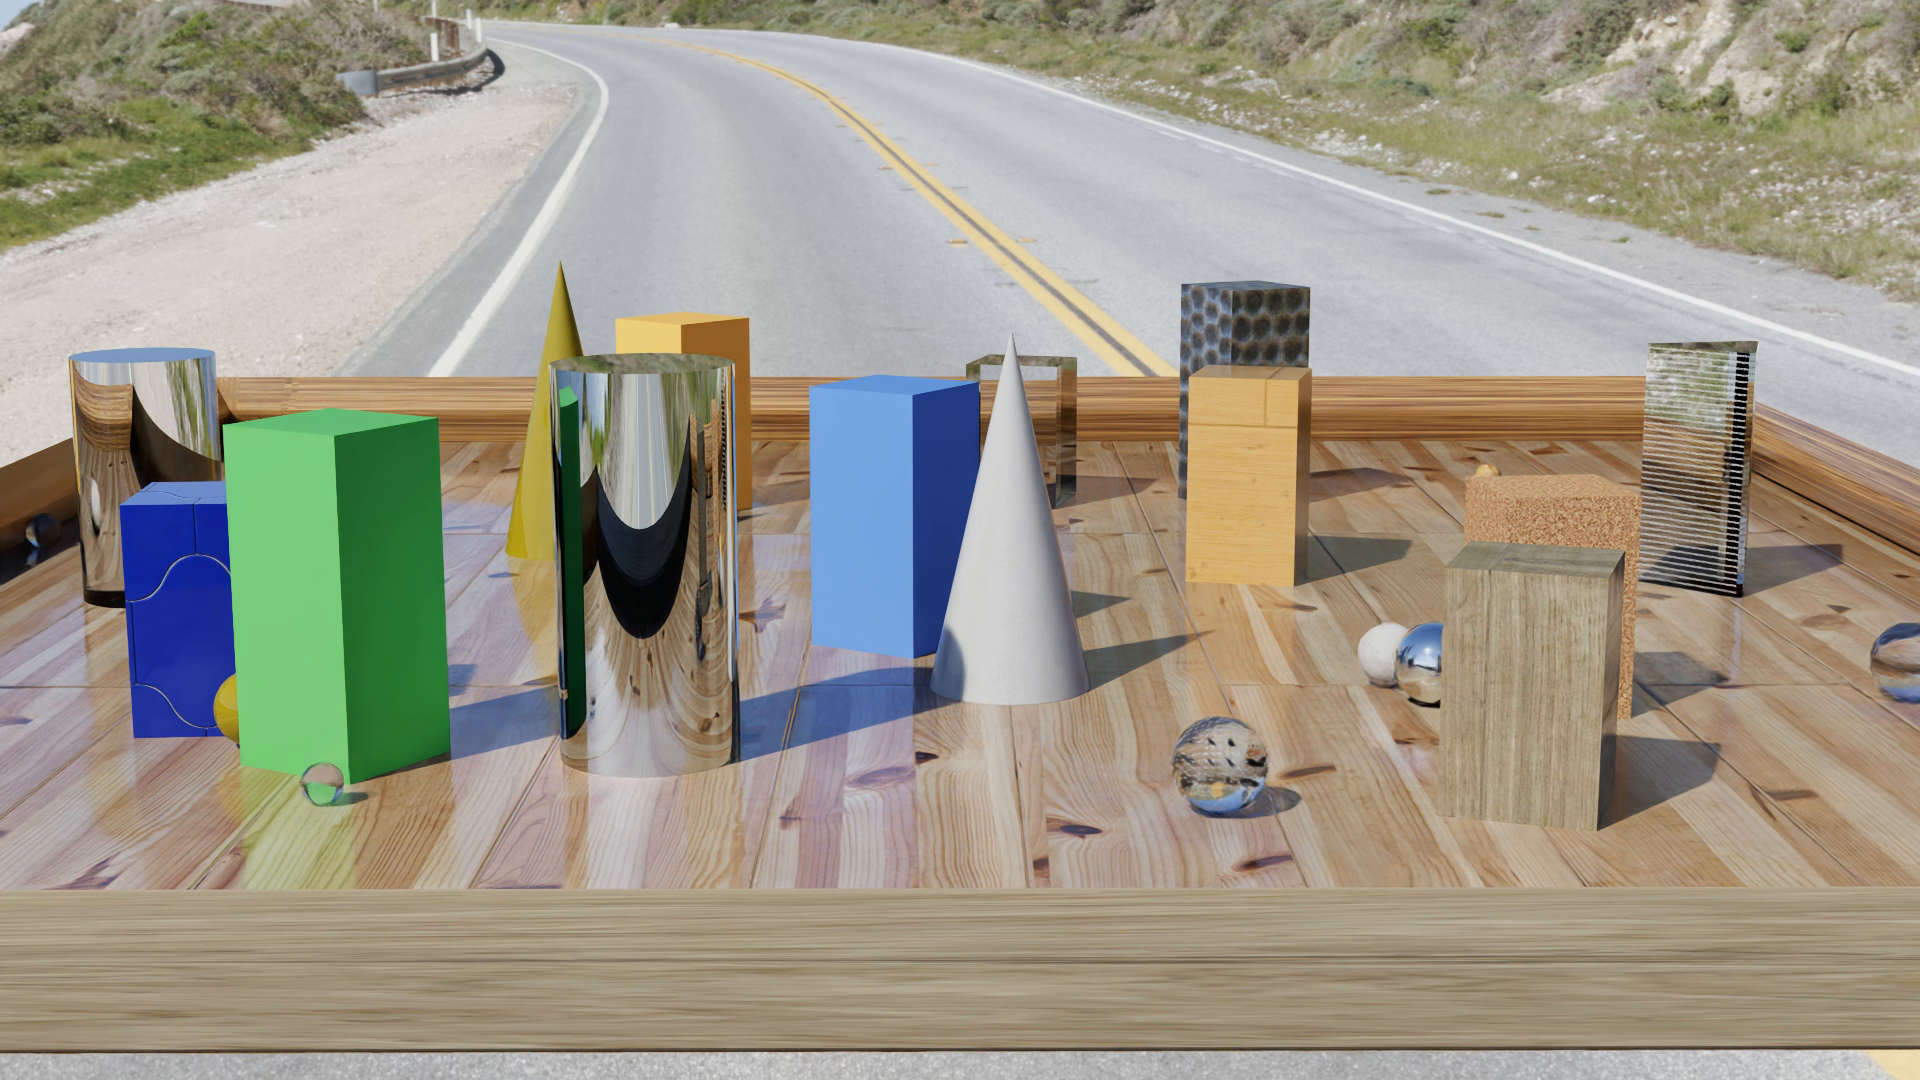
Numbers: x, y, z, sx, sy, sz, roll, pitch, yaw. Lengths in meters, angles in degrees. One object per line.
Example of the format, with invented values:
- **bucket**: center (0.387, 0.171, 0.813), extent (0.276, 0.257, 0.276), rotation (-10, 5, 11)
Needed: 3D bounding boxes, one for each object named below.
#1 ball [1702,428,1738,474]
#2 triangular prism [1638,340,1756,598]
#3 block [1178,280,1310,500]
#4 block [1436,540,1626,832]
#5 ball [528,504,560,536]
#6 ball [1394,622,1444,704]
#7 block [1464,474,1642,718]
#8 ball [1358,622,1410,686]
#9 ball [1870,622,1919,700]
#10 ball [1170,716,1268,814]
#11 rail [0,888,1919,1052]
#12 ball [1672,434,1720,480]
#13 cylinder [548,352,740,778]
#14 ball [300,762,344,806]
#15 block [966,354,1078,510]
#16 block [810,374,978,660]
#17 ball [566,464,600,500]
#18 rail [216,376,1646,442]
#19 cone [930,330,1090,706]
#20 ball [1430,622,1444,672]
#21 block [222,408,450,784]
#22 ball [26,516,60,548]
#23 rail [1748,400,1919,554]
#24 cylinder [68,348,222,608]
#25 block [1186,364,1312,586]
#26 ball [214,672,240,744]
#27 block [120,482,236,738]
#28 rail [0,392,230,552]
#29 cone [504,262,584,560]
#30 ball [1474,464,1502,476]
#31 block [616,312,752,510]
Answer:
- **ball**: center (1.355, -0.160, 4.607), extent (0.080, 0.080, 0.080), rotation (0, 11, 0)
- **triangular prism**: center (1.073, -0.106, 3.615), extent (0.144, 0.339, 0.166), rotation (-9, 14, -41)
- **block**: center (0.474, -0.244, 4.291), extent (0.154, 0.362, 0.154), rotation (-5, 12, -27)
- **block**: center (0.566, 0.140, 2.537), extent (0.154, 0.248, 0.154), rotation (4, 11, 20)
- **ball**: center (-0.650, -0.032, 4.004), extent (0.049, 0.049, 0.049), rotation (0, 11, 0)
- **ball**: center (0.546, 0.141, 2.945), extent (0.096, 0.096, 0.096), rotation (0, 11, 0)
- **block**: center (0.671, 0.064, 2.932), extent (0.154, 0.254, 0.154), rotation (-1, 11, -6)
- **ball**: center (0.508, 0.135, 3.032), extent (0.076, 0.076, 0.076), rotation (0, 11, 0)
- **ball**: center (1.099, 0.140, 2.966), extent (0.091, 0.091, 0.091), rotation (0, 11, 0)
- **ball**: center (0.255, 0.221, 2.520), extent (0.096, 0.096, 0.096), rotation (0, 11, 0)
- **rail**: center (0.009, 0.315, 1.926), extent (2.887, 0.125, 0.045), rotation (0, 11, 0)
- **ball**: center (1.300, -0.146, 4.534), extent (0.081, 0.081, 0.081), rotation (0, 11, 0)
- **cylinder**: center (-0.330, 0.022, 2.704), extent (0.192, 0.419, 0.192), rotation (0, 11, 0)
- **ball**: center (-0.634, 0.242, 2.550), extent (0.043, 0.043, 0.043), rotation (0, 11, 0)
- **block**: center (0.104, -0.184, 4.311), extent (0.154, 0.236, 0.154), rotation (3, 11, 15)
- **block**: center (-0.082, -0.034, 3.250), extent (0.154, 0.329, 0.154), rotation (7, 12, 32)
- **ball**: center (-0.636, -0.098, 4.336), extent (0.058, 0.058, 0.058), rotation (0, 11, 0)
- **rail**: center (-0.009, -0.251, 4.973), extent (2.887, 0.125, 0.045), rotation (0, 11, 0)
- **cone**: center (0.059, -0.036, 3.004), extent (0.192, 0.424, 0.192), rotation (0, 11, 0)
- **ball**: center (0.600, 0.129, 3.059), extent (0.079, 0.079, 0.079), rotation (0, 11, 0)
- **block**: center (-0.651, 0.054, 2.692), extent (0.154, 0.360, 0.154), rotation (6, 12, 30)
- **ball**: center (-1.394, -0.013, 3.900), extent (0.050, 0.050, 0.050), rotation (0, 11, 0)
- **rail**: center (1.420, 0.031, 3.457), extent (0.045, 0.125, 3.147), rotation (0, 11, 0)
- **cylinder**: center (-1.116, -0.088, 3.531), extent (0.192, 0.334, 0.192), rotation (0, 11, 0)
- **block**: center (0.415, -0.095, 3.680), extent (0.154, 0.292, 0.154), rotation (3, 11, 14)
- **ball**: center (-0.761, 0.181, 2.765), extent (0.085, 0.085, 0.085), rotation (0, 11, 0)
- **block**: center (-0.833, 0.074, 2.861), extent (0.154, 0.258, 0.154), rotation (-1, 11, -4)
- **rail**: center (-1.420, 0.034, 3.441), extent (0.045, 0.125, 3.147), rotation (0, 11, 0)
- **cone**: center (-0.595, -0.203, 3.857), extent (0.192, 0.439, 0.192), rotation (0, 11, 0)
- **ball**: center (0.913, -0.110, 4.437), extent (0.045, 0.045, 0.045), rotation (0, 11, 0)
- **block**: center (-0.453, -0.207, 4.215), extent (0.154, 0.316, 0.154), rotation (9, 14, 40)
